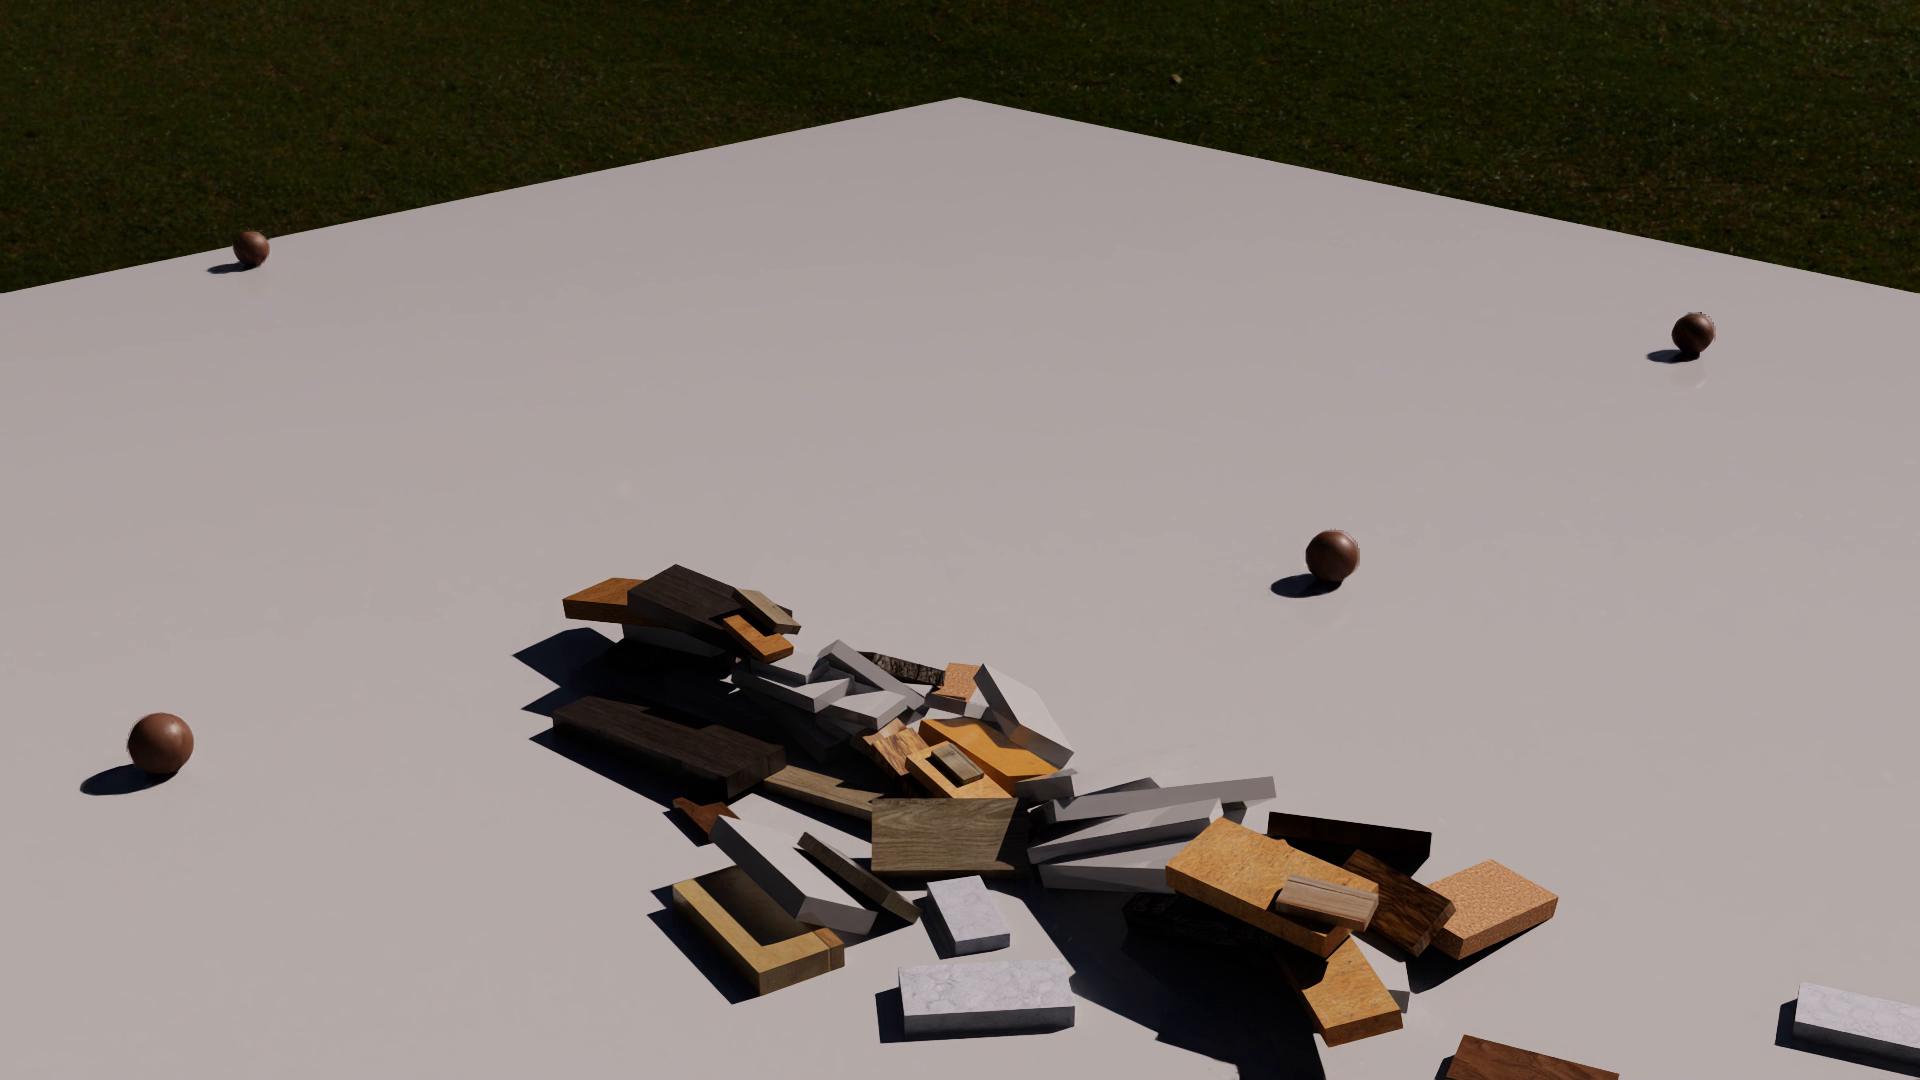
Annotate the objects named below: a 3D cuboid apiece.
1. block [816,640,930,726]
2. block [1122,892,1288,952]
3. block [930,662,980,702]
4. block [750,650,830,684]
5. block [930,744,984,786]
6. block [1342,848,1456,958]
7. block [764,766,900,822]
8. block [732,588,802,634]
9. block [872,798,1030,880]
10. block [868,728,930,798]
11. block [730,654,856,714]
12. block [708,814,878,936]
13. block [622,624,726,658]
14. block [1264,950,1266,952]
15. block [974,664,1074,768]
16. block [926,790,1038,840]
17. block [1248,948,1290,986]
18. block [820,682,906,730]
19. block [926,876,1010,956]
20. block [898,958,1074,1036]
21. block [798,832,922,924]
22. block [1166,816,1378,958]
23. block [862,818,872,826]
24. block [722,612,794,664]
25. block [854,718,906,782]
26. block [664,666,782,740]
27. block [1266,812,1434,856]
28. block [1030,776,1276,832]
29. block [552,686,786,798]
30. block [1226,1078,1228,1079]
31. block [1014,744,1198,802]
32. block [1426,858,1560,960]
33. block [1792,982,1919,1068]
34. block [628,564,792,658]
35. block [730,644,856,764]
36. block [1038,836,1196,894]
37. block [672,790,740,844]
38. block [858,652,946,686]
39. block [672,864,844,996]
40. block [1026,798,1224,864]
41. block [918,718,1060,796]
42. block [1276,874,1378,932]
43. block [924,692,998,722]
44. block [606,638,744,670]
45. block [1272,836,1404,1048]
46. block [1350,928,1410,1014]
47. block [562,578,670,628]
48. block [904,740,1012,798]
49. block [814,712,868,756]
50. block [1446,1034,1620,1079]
[{"bbox_3d":[-0.189,0.309,4.730,0.035,0.247,0.123,-59,11,-24],"label":"block"},{"bbox_3d":[0.476,0.661,3.991,0.335,0.047,0.167,-1,26,45],"label":"block"},{"bbox_3d":[-0.005,0.325,4.965,0.081,0.023,0.161,6,24,14],"label":"block"},{"bbox_3d":[-0.364,0.265,4.708,0.155,0.022,0.077,14,30,34],"label":"block"},{"bbox_3d":[-0.005,0.451,4.416,0.054,0.015,0.107,-16,40,-36],"label":"block"},{"bbox_3d":[0.770,0.652,3.965,0.113,0.032,0.225,-46,41,-15],"label":"block"},{"bbox_3d":[-0.222,0.525,4.461,0.389,0.023,0.081,11,24,33],"label":"block"},{"bbox_3d":[-0.424,0.156,4.805,0.155,0.022,0.077,37,17,37],"label":"block"},{"bbox_3d":[-0.019,0.576,4.247,0.301,0.043,0.151,0,58,-1],"label":"block"},{"bbox_3d":[-0.079,0.480,4.489,0.107,0.030,0.213,-19,52,-38],"label":"block"},{"bbox_3d":[-0.358,0.296,4.709,0.251,0.035,0.123,17,32,38],"label":"block"},{"bbox_3d":[-0.316,0.626,4.121,0.172,0.049,0.344,21,6,-39],"label":"block"},{"bbox_3d":[-0.606,0.197,5.016,0.167,0.047,0.335,-21,20,-40],"label":"block"},{"bbox_3d":[0.510,0.710,4.020,0.157,0.022,0.078,7,21,33],"label":"block"},{"bbox_3d":[0.134,0.375,4.727,0.147,0.042,0.293,29,12,-24],"label":"block"},{"bbox_3d":[0.047,0.541,4.386,0.213,0.030,0.107,29,36,28],"label":"block"},{"bbox_3d":[0.600,0.763,3.934,0.078,0.022,0.157,-17,29,-35],"label":"block"},{"bbox_3d":[-0.229,0.343,4.667,0.210,0.030,0.105,13,29,32],"label":"block"},{"bbox_3d":[0.014,0.695,4.085,0.103,0.029,0.206,-6,24,-14],"label":"block"},{"bbox_3d":[0.044,0.795,3.833,0.293,0.042,0.147,-2,23,-5],"label":"block"},{"bbox_3d":[-0.191,0.635,4.146,0.274,0.029,0.103,27,-8,46],"label":"block"},{"bbox_3d":[0.548,0.608,3.878,0.335,0.047,0.167,20,40,37],"label":"block"},{"bbox_3d":[-0.151,0.564,4.413,0.054,0.015,0.107,-15,27,-32],"label":"block"},{"bbox_3d":[-0.436,0.208,4.741,0.077,0.022,0.155,-17,40,-38],"label":"block"},{"bbox_3d":[-0.112,0.457,4.561,0.105,0.030,0.210,-19,49,-38],"label":"block"},{"bbox_3d":[-0.490,0.344,4.892,0.325,0.046,0.162,20,30,39],"label":"block"},{"bbox_3d":[0.759,0.570,4.271,0.308,0.044,0.154,6,-6,14],"label":"block"},{"bbox_3d":[0.381,0.521,4.341,0.461,0.043,0.151,-4,-14,-17],"label":"block"},{"bbox_3d":[-0.623,0.423,4.668,0.528,0.049,0.172,15,26,36],"label":"block"},{"bbox_3d":[0.512,0.912,3.508,0.225,0.032,0.113,11,-3,25],"label":"block"},{"bbox_3d":[0.298,0.468,4.416,0.147,0.042,0.415,-13,-4,41],"label":"block"},{"bbox_3d":[0.947,0.676,4.042,0.308,0.044,0.154,-11,29,-42],"label":"block"},{"bbox_3d":[1.563,0.831,3.755,0.257,0.036,0.128,10,25,21],"label":"block"},{"bbox_3d":[-0.558,0.156,4.895,0.335,0.047,0.167,20,31,28],"label":"block"},{"bbox_3d":[-0.333,0.352,4.769,0.162,0.046,0.325,-20,44,-38],"label":"block"},{"bbox_3d":[0.325,0.603,4.128,0.167,0.047,0.335,-23,11,-42],"label":"block"},{"bbox_3d":[-0.505,0.556,4.422,0.081,0.023,0.161,-14,27,-30],"label":"block"},{"bbox_3d":[-0.158,0.284,4.865,0.123,0.035,0.247,1,-11,40],"label":"block"},{"bbox_3d":[-0.373,0.706,4.034,0.172,0.049,0.344,-14,27,-30],"label":"block"},{"bbox_3d":[0.314,0.555,4.194,0.364,0.032,0.112,-13,8,19],"label":"block"},{"bbox_3d":[0.061,0.447,4.563,0.151,0.043,0.302,2,17,-39],"label":"block"},{"bbox_3d":[0.630,0.622,3.771,0.157,0.022,0.078,10,34,26],"label":"block"},{"bbox_3d":[0.020,0.364,4.735,0.103,0.029,0.206,11,-4,32],"label":"block"},{"bbox_3d":[-0.627,0.243,5.038,0.325,0.046,0.162,-2,16,21],"label":"block"},{"bbox_3d":[0.610,0.698,3.906,0.128,0.036,0.686,-13,18,-4],"label":"block"},{"bbox_3d":[0.713,0.723,3.961,0.154,0.044,0.386,6,20,4],"label":"block"},{"bbox_3d":[-0.745,0.144,5.105,0.335,0.047,0.167,3,19,38],"label":"block"},{"bbox_3d":[-0.002,0.487,4.402,0.107,0.030,0.213,-17,41,-37],"label":"block"},{"bbox_3d":[-0.192,0.406,4.664,0.210,0.030,0.105,29,37,24],"label":"block"},{"bbox_3d":[0.938,0.893,3.609,0.256,0.036,0.128,10,25,23],"label":"block"}]
